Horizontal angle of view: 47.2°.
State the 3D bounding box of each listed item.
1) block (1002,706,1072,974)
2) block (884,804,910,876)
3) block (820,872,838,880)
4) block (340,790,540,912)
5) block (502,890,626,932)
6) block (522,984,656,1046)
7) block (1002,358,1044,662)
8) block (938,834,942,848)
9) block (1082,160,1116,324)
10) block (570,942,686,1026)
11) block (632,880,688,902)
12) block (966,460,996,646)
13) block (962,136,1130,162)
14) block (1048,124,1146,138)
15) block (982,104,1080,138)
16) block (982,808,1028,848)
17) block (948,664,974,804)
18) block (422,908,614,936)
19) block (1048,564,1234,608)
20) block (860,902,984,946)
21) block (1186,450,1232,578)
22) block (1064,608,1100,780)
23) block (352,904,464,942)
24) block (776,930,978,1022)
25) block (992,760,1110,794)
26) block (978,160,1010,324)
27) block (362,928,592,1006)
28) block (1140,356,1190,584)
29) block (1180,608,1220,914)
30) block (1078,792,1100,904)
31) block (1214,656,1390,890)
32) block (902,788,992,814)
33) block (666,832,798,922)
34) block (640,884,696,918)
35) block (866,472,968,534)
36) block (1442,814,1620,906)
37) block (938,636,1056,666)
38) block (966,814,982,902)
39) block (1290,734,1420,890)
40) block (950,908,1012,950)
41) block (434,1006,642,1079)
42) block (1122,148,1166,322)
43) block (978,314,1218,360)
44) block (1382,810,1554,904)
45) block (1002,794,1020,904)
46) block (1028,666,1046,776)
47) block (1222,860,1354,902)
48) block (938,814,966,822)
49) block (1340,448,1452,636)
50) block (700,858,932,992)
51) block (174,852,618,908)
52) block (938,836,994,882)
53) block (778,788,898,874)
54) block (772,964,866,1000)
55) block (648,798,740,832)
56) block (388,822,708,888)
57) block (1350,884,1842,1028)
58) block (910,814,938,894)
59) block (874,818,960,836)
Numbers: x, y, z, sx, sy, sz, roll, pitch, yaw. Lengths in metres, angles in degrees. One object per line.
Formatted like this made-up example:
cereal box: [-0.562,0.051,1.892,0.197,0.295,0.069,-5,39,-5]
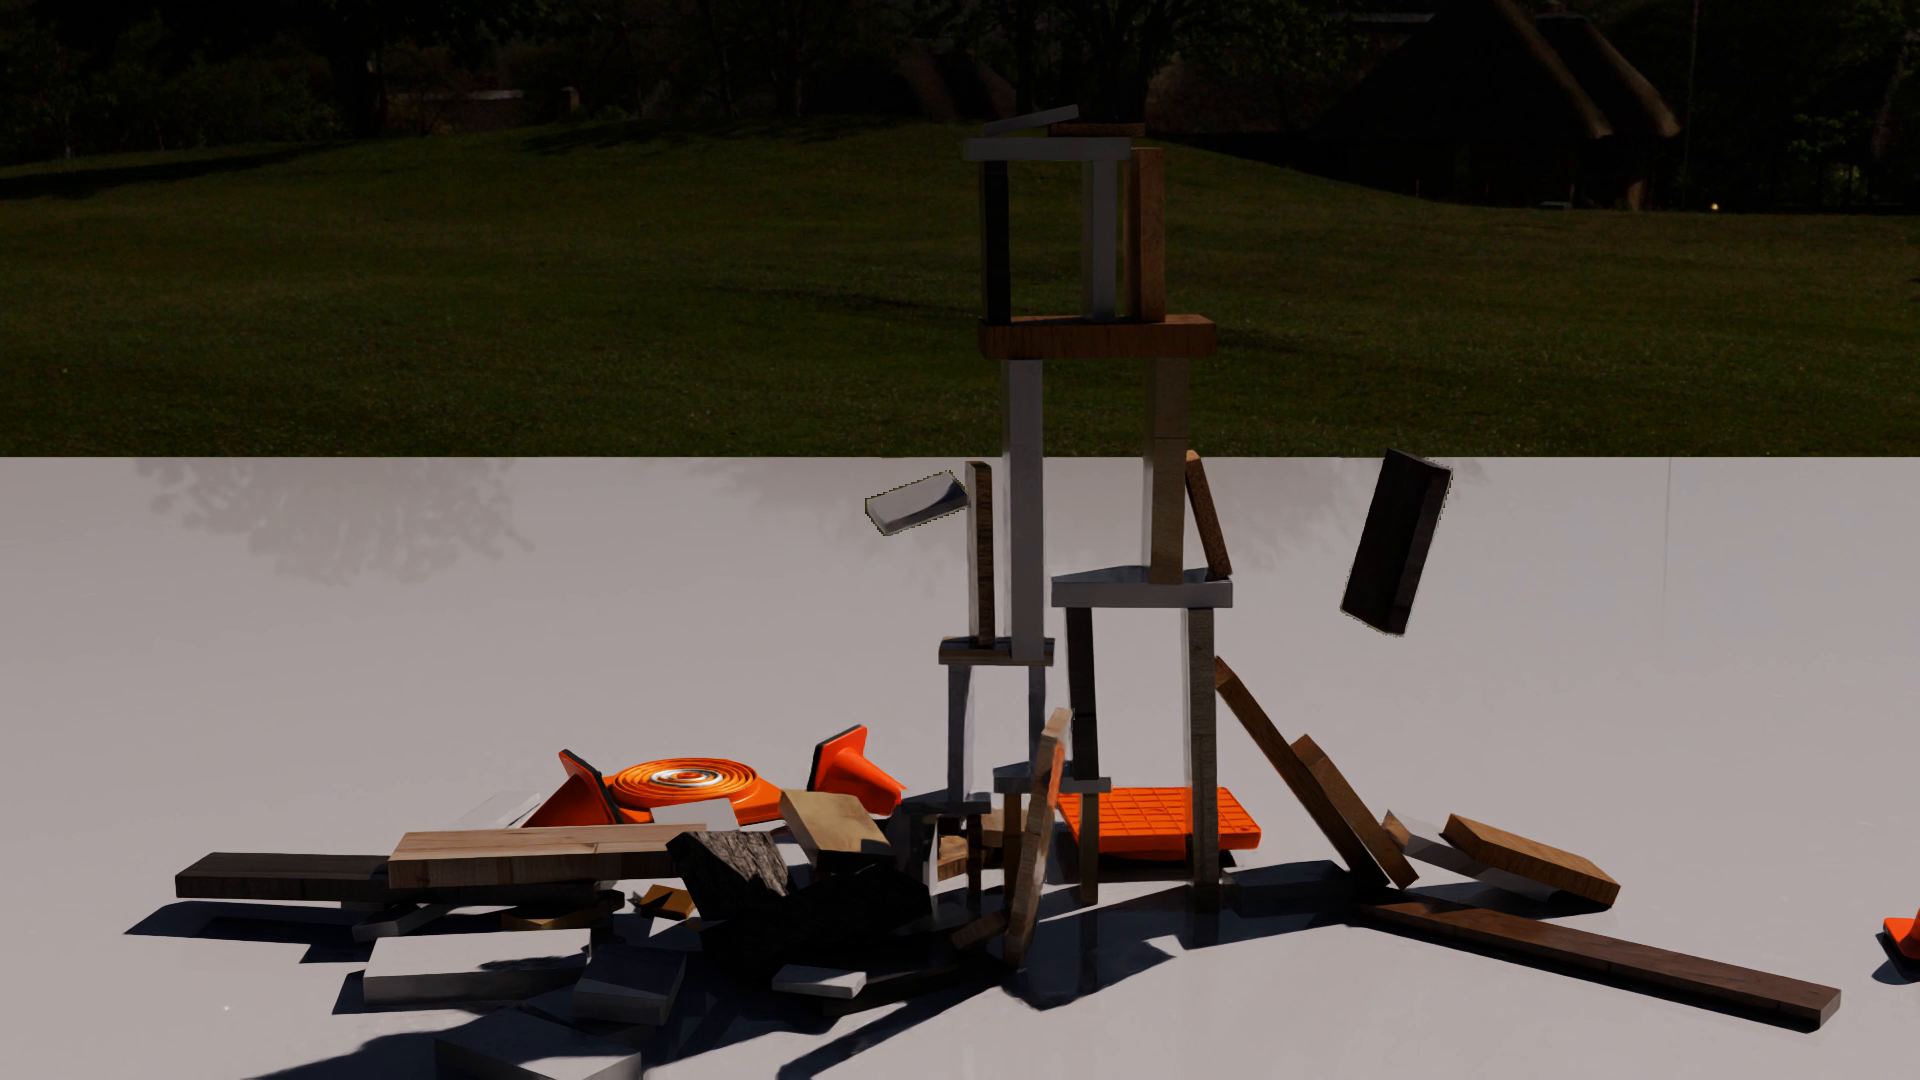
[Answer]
block: [0.114,0.449,3.261,0.024,0.422,0.085,15,27,13]
block: [-0.103,0.520,3.698,0.071,0.141,0.020,9,-21,41]
block: [-0.217,0.536,3.766,0.020,0.071,0.141,2,11,7]
block: [-0.892,0.534,3.838,0.074,0.021,0.670,1,8,11]
block: [-0.627,0.586,3.482,0.090,0.025,0.180,8,13,36]
block: [-0.527,0.679,3.120,0.187,0.027,0.094,10,15,43]
block: [0.099,-0.060,3.511,0.051,0.475,0.180,-1,11,-3]
block: [-0.110,0.528,3.794,0.141,0.020,0.071,-7,3,37]
block: [0.218,-0.471,3.457,0.035,0.249,0.125,-1,11,-5]
block: [-0.476,0.640,3.182,0.131,0.037,0.261,6,4,-1]
block: [-0.492,0.587,3.652,0.091,0.013,0.045,-6,12,-31]
block: [0.033,0.021,3.572,0.027,0.291,0.094,-3,9,-9]
block: [0.133,-0.610,3.426,0.249,0.035,0.125,-1,11,-4]
block: [0.211,-0.636,3.415,0.146,0.021,0.073,0,10,-2]
block: [0.109,-0.650,3.408,0.146,0.021,0.073,-12,11,0]
block: [0.084,0.513,3.918,0.102,0.029,0.204,4,4,-5]
block: [0.002,0.307,3.628,0.026,0.235,0.093,2,11,10]
block: [-0.701,0.610,3.489,0.284,0.026,0.090,-6,12,-31]
block: [0.290,0.075,3.559,0.287,0.041,0.144,0,11,0]
block: [-0.062,0.614,3.465,0.187,0.027,0.094,-8,13,-35]
block: [0.395,-0.043,3.547,0.028,0.195,0.098,-17,10,2]
block: [0.198,0.234,3.600,0.041,0.287,0.144,-3,10,1]
block: [-0.872,0.595,3.497,0.090,0.025,0.180,-12,3,25]
block: [-0.123,0.645,3.269,0.269,0.038,0.135,-7,13,-34]
block: [0.150,0.390,3.626,0.191,0.027,0.095,0,11,0]
block: [0.054,-0.468,3.445,0.035,0.249,0.125,-2,11,-3]
block: [-0.717,0.638,3.288,0.320,0.045,0.160,-1,11,-7]
block: [0.327,-0.123,3.525,0.051,0.359,0.180,1,11,0]
block: [0.392,0.346,3.597,0.041,0.505,0.144,-2,10,1]
block: [0.213,0.497,3.648,0.027,0.191,0.095,0,11,0]
block: [0.560,0.392,3.676,0.038,0.453,0.133,-37,12,2]
block: [-0.024,0.433,3.647,0.148,0.021,0.074,0,11,-1]
block: [-0.351,0.527,3.462,0.038,0.135,0.269,-35,-19,16]
block: [-0.473,0.589,3.585,0.091,0.013,0.045,5,40,28]
block: [-0.069,-0.060,3.538,0.146,0.021,0.073,-20,39,-17]
block: [0.945,0.528,3.639,0.263,0.037,0.131,19,8,-12]
block: [0.062,0.181,3.589,0.185,0.026,0.093,1,11,4]
block: [0.022,0.518,3.654,0.021,0.148,0.074,-1,11,-3]
block: [0.651,0.449,3.637,0.038,0.266,0.133,-38,11,2]
block: [0.043,0.591,3.346,0.085,0.024,0.170,-29,-13,5]
block: [-0.572,0.700,2.977,0.261,0.037,0.131,7,13,35]
block: [0.289,-0.481,3.462,0.038,0.266,0.133,-3,11,-7]
block: [0.213,-0.323,3.481,0.359,0.051,0.180,-1,11,-3]
block: [0.843,0.526,3.662,0.263,0.037,0.131,20,8,-9]
block: [0.085,0.497,3.648,0.027,0.191,0.095,0,11,-1]
block: [0.127,0.285,3.608,0.026,0.185,0.093,0,11,1]
block: [0.549,0.572,3.690,0.195,0.028,0.098,-2,11,-13]
block: [-0.006,0.488,3.994,0.085,0.024,0.170,-22,2,-2]
block: [0.718,0.002,3.630,0.037,0.282,0.131,9,12,-26]
block: [-0.221,0.589,3.388,0.320,0.045,0.160,-19,19,-29]
block: [-0.907,0.547,3.545,0.690,0.037,0.131,0,9,7]
block: [-0.049,0.554,3.782,0.102,0.029,0.204,10,14,43]
block: [-0.209,0.492,3.708,0.135,0.038,0.269,8,13,-20]
block: [-0.203,0.636,3.167,0.122,0.017,0.061,3,11,15]
block: [-0.477,0.507,3.951,0.148,0.021,0.074,-5,46,-25]
block: [-0.653,0.504,3.525,0.488,0.045,0.160,-2,9,-4]
block: [0.954,0.631,3.373,0.741,0.028,0.098,8,13,37]
block: [-0.059,0.518,3.651,0.021,0.148,0.074,3,11,18]
block: [-0.085,0.503,3.847,0.102,0.029,0.204,4,-10,-21]
